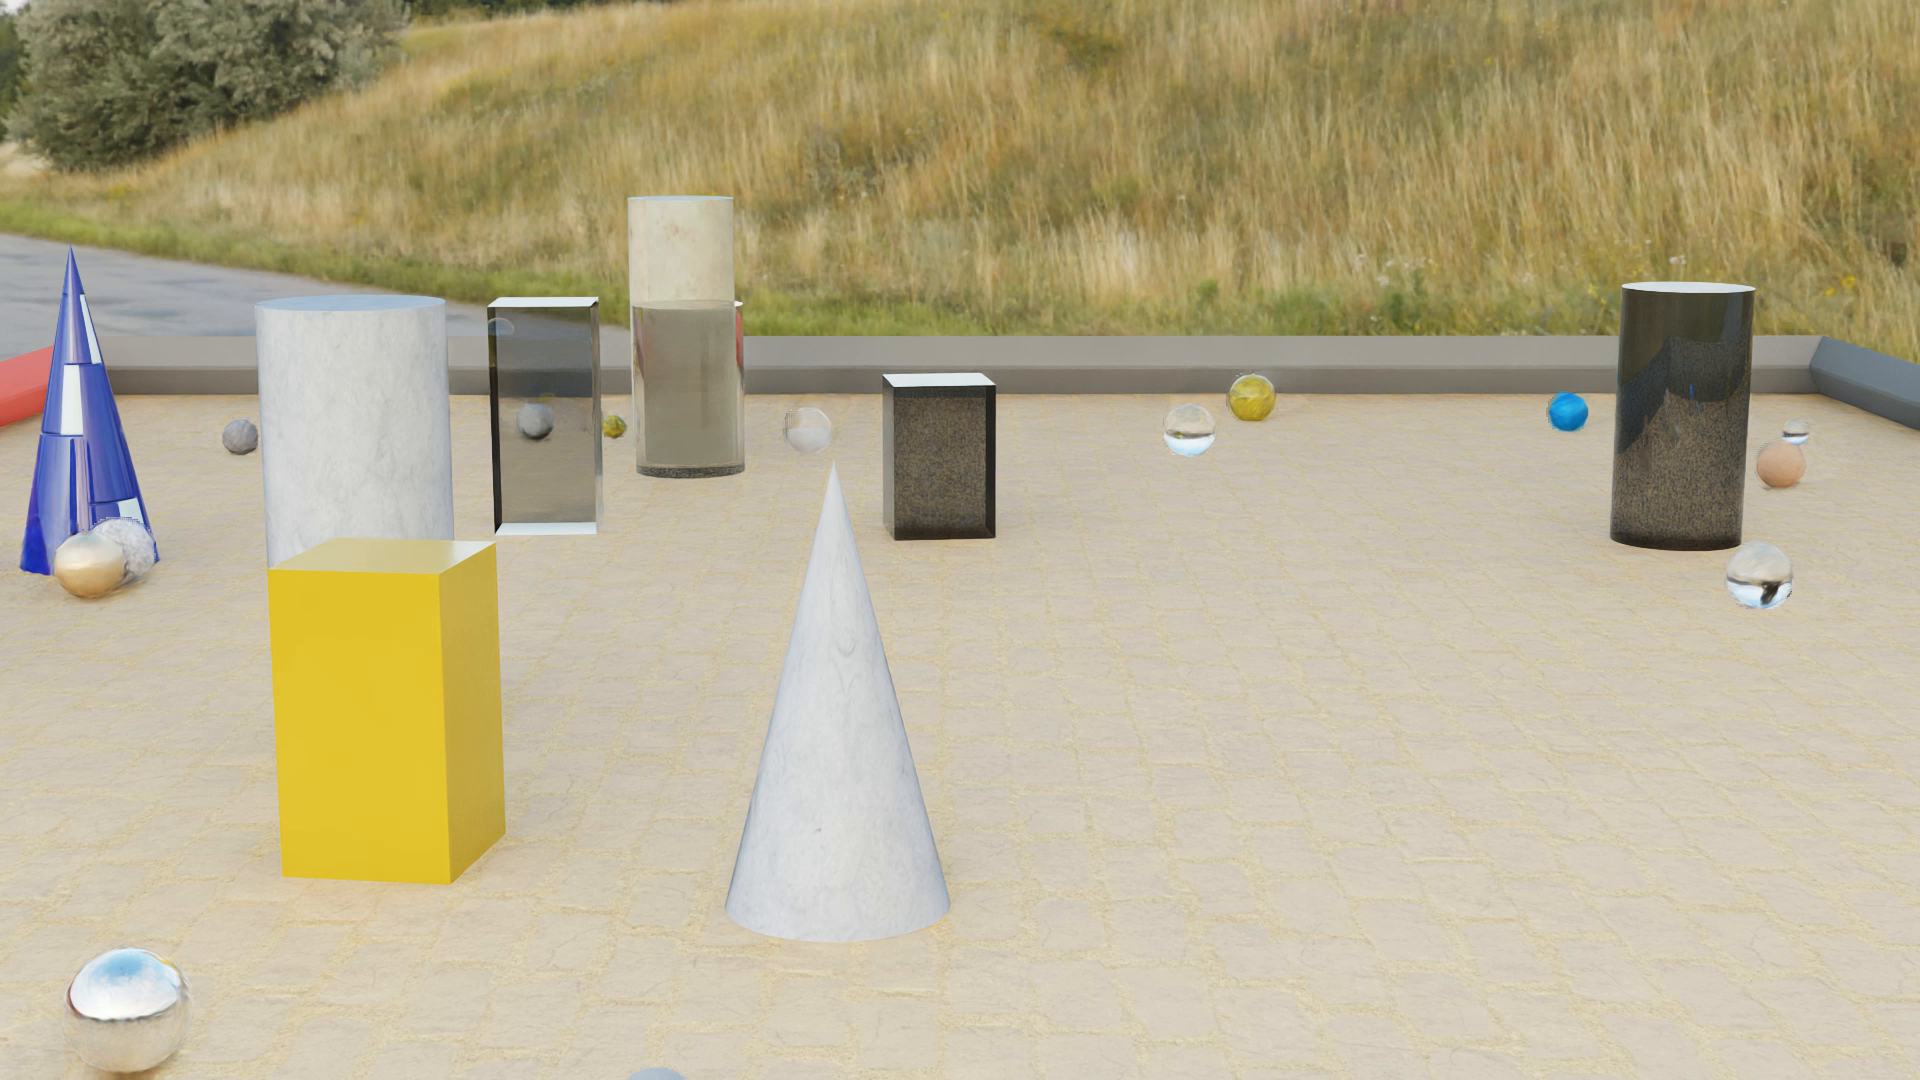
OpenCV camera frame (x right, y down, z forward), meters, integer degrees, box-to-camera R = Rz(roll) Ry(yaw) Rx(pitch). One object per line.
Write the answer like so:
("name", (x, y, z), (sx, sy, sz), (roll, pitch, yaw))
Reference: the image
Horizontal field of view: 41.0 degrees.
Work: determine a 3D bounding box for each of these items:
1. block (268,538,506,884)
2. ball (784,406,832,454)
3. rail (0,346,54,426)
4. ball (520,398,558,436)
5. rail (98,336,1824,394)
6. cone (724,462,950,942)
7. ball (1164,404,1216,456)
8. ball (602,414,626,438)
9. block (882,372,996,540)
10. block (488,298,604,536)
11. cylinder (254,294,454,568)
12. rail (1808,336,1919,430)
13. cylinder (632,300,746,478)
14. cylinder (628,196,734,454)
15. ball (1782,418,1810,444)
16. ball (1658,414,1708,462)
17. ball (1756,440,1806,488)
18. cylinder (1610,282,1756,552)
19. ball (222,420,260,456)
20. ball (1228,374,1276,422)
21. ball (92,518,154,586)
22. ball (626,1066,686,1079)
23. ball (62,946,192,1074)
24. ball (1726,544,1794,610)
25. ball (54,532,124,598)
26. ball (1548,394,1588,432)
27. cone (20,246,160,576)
("block", (-0.526, 0.154, 2.373), (0.159, 0.285, 0.159), (1, 11, 8))
("ball", (-0.289, -0.208, 4.869), (0.089, 0.089, 0.089), (0, 10, 0))
("rail", (-1.926, 0.035, 3.438), (0.045, 0.129, 4.674), (0, 10, 0))
("ball", (-0.838, -0.243, 5.099), (0.075, 0.075, 0.075), (0, 10, 0))
("rail", (-0.013, -0.388, 5.723), (3.898, 0.129, 0.045), (0, 10, 0))
("cone", (-0.107, 0.126, 2.221), (0.198, 0.396, 0.198), (0, 10, 0))
("ball", (0.432, -0.207, 4.833), (0.099, 0.099, 0.099), (0, 10, 0))
("ball", (-0.684, -0.224, 5.069), (0.048, 0.048, 0.048), (0, 10, 0))
("block", (-0.034, -0.133, 4.046), (0.159, 0.241, 0.159), (-1, 11, -8))
("block", (-0.657, -0.199, 4.080), (0.159, 0.359, 0.159), (-1, 11, -3))
("cylinder", (-0.647, -0.017, 2.769), (0.198, 0.478, 0.198), (0, 10, 0))
("rail", (1.926, 0.031, 3.460), (0.045, 0.129, 4.674), (0, 10, 0))
("cylinder", (-0.491, -0.276, 4.649), (0.198, 0.302, 0.198), (0, 10, 0))
("cylinder", (-0.526, -0.406, 4.865), (0.198, 0.480, 0.198), (0, 10, 0))
("ball", (1.622, -0.210, 4.981), (0.052, 0.052, 0.052), (0, 10, 0))
("ball", (1.340, -0.188, 4.756), (0.089, 0.089, 0.089), (0, 10, 0))
("ball", (1.430, -0.132, 4.470), (0.084, 0.084, 0.084), (0, 10, 0))
("cylinder", (1.113, -0.194, 3.956), (0.198, 0.392, 0.198), (0, 10, 0))
("ball", (-1.360, -0.195, 4.853), (0.068, 0.068, 0.068), (0, 10, 0))
("ball", (0.604, -0.293, 5.297), (0.099, 0.099, 0.099), (0, 10, 0))
("ball", (-1.191, 0.017, 3.636), (0.095, 0.095, 0.095), (0, 10, 0))
("ball", (-0.206, 0.387, 1.739), (0.058, 0.058, 0.058), (0, 10, 0))
("ball", (-0.609, 0.344, 1.878), (0.091, 0.091, 0.091), (0, 10, 0))
("ball", (1.084, 0.049, 3.477), (0.089, 0.089, 0.089), (0, 10, 0))
("ball", (-1.204, 0.035, 3.545), (0.092, 0.092, 0.092), (0, 10, 0))
("ball", (1.225, -0.257, 5.164), (0.077, 0.077, 0.077), (0, 10, 0))
("cone", (-1.291, -0.199, 3.765), (0.198, 0.473, 0.198), (0, 10, 0))
